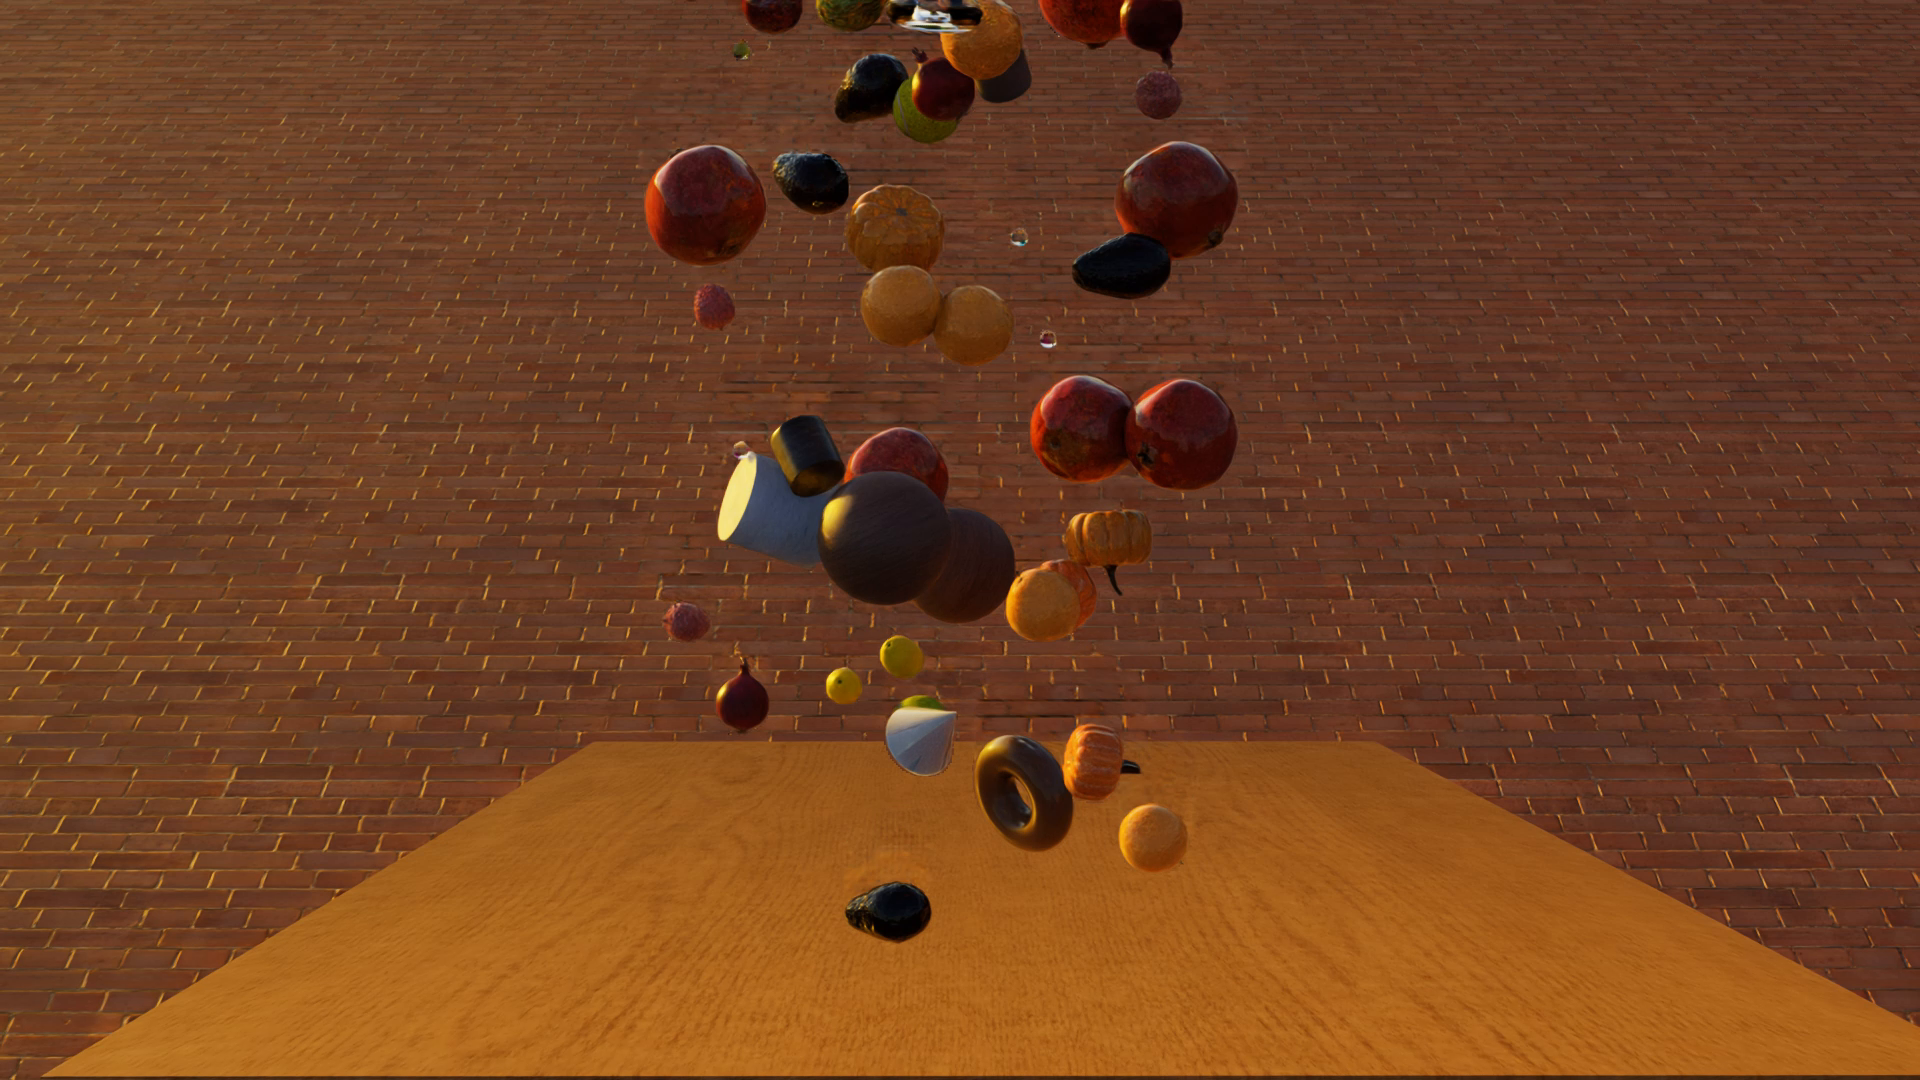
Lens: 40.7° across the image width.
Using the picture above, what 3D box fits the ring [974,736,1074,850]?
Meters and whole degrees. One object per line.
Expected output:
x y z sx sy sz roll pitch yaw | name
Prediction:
0.070 0.281 2.865 0.046 0.137 0.137 -24 37 -38 | ring

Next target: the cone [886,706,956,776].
-0.023 0.191 2.652 0.078 0.078 0.078 16 57 -26 | cone

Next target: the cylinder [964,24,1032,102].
0.037 -0.458 2.483 0.053 0.053 0.053 -10 47 11 | cylinder

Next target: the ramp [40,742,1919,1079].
0.065 0.580 4.626 2.000 0.100 4.000 0 0 0 | ramp

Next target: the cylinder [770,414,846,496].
-0.148 -0.082 2.513 0.057 0.057 0.057 -13 59 -23 | cylinder

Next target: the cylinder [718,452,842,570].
-0.179 -0.029 2.567 0.093 0.093 0.093 19 23 -20 | cylinder

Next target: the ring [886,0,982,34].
-0.021 -0.432 2.111 0.078 0.026 0.078 5 1 0 | ring
